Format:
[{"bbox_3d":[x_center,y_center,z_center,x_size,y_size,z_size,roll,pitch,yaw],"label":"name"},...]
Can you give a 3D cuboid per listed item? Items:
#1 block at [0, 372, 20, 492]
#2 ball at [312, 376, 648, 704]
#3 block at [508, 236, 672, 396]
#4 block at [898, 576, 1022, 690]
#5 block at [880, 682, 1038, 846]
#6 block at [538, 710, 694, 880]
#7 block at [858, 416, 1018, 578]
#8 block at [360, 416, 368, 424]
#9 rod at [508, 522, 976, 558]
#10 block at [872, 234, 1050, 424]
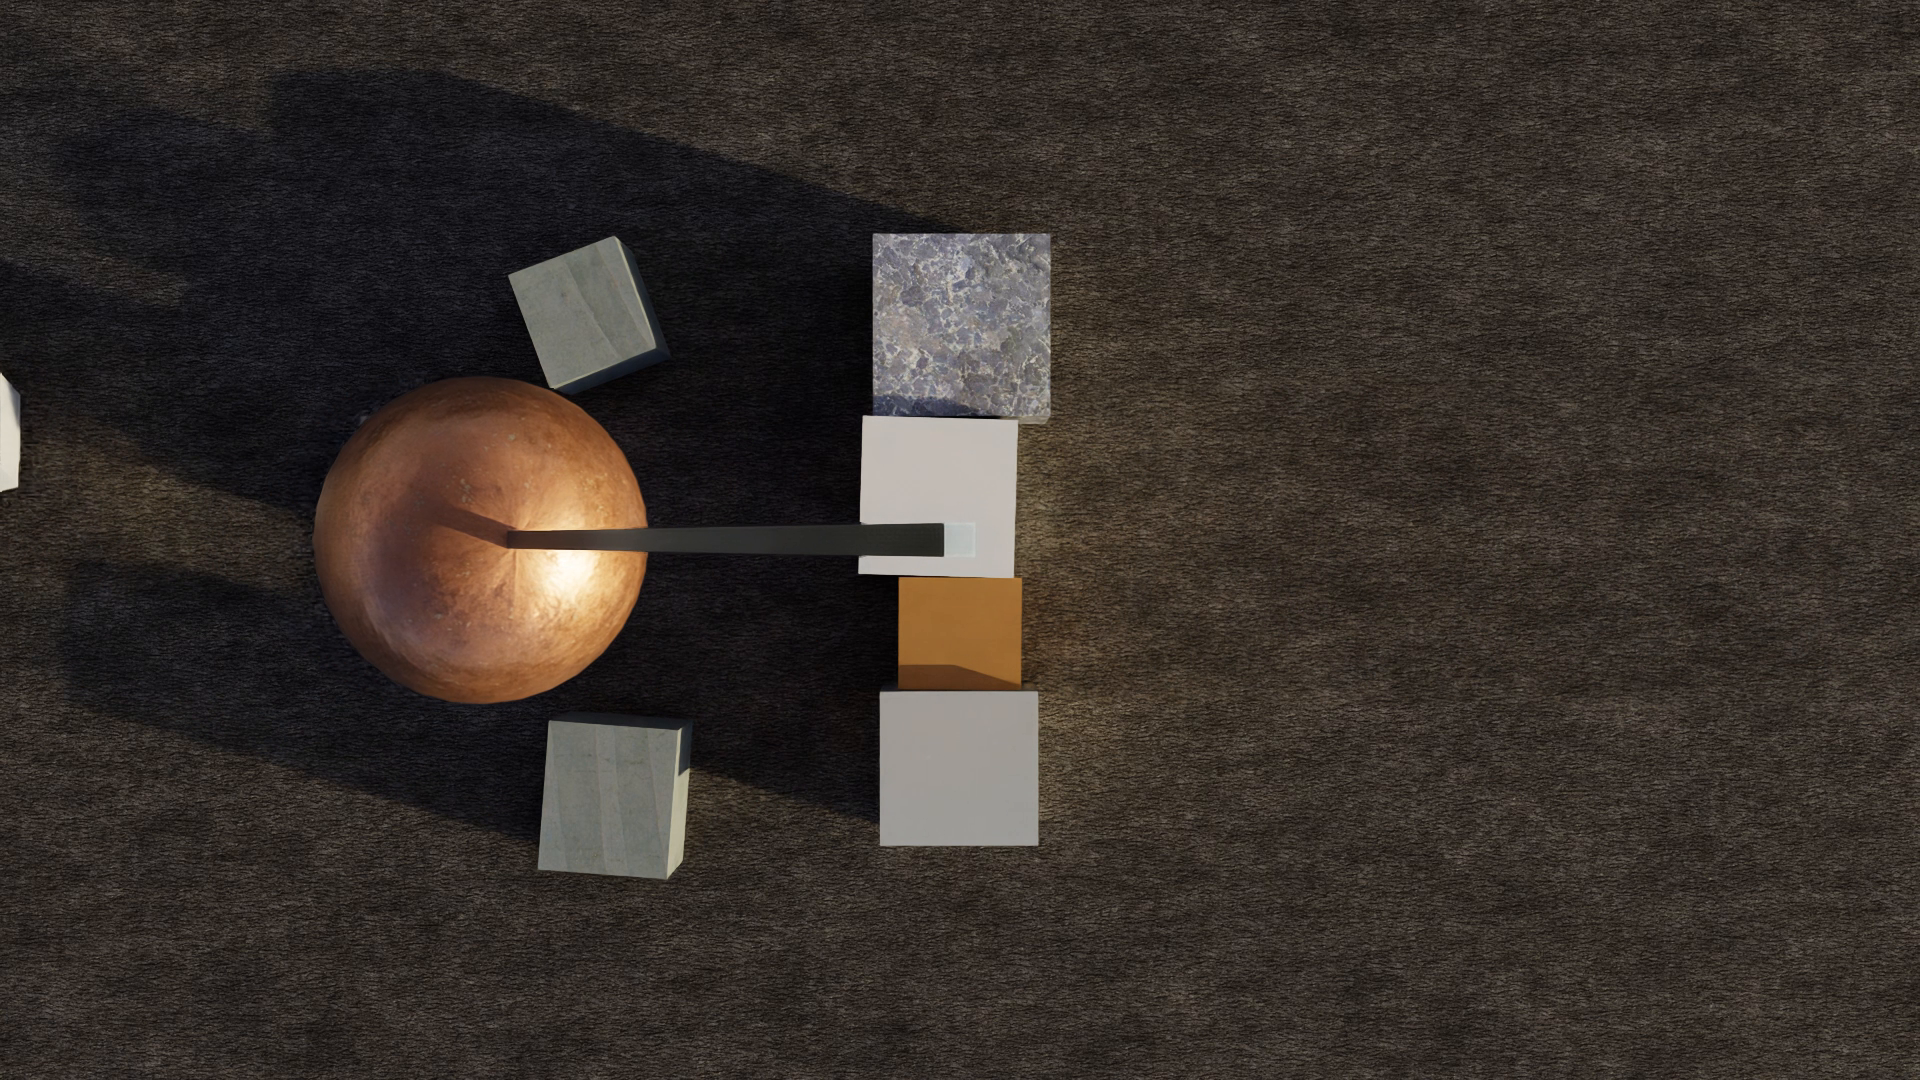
[{"bbox_3d":[-5.808,-0.670,12.558,0.585,0.638,0.656,-13,59,0],"label":"block"},{"bbox_3d":[-2.321,0.000,10.710,1.600,1.600,1.600,0,90,0],"label":"ball"},{"bbox_3d":[-2.119,-1.280,12.660,0.636,0.679,0.672,-20,90,0],"label":"block"},{"bbox_3d":[0.000,0.523,12.646,0.687,0.708,0.627,0,90,0],"label":"block"},{"bbox_3d":[-0.005,1.266,12.590,0.876,0.820,0.854,0,90,0],"label":"block"},{"bbox_3d":[-1.969,1.453,12.649,0.724,0.702,0.835,4,90,0],"label":"block"},{"bbox_3d":[-0.120,-0.236,12.519,0.850,0.962,0.866,2,90,0],"label":"block"},{"bbox_3d":[-2.999,-0.367,12.654,0.619,0.693,0.738,-8,90,0],"label":"block"},{"bbox_3d":[-1.006,0.000,7.575,0.080,5.200,0.080,0,90,-23],"label":"rod"},{"bbox_3d":[0.009,-1.188,12.572,0.981,0.856,1.007,0,90,0],"label":"block"}]
